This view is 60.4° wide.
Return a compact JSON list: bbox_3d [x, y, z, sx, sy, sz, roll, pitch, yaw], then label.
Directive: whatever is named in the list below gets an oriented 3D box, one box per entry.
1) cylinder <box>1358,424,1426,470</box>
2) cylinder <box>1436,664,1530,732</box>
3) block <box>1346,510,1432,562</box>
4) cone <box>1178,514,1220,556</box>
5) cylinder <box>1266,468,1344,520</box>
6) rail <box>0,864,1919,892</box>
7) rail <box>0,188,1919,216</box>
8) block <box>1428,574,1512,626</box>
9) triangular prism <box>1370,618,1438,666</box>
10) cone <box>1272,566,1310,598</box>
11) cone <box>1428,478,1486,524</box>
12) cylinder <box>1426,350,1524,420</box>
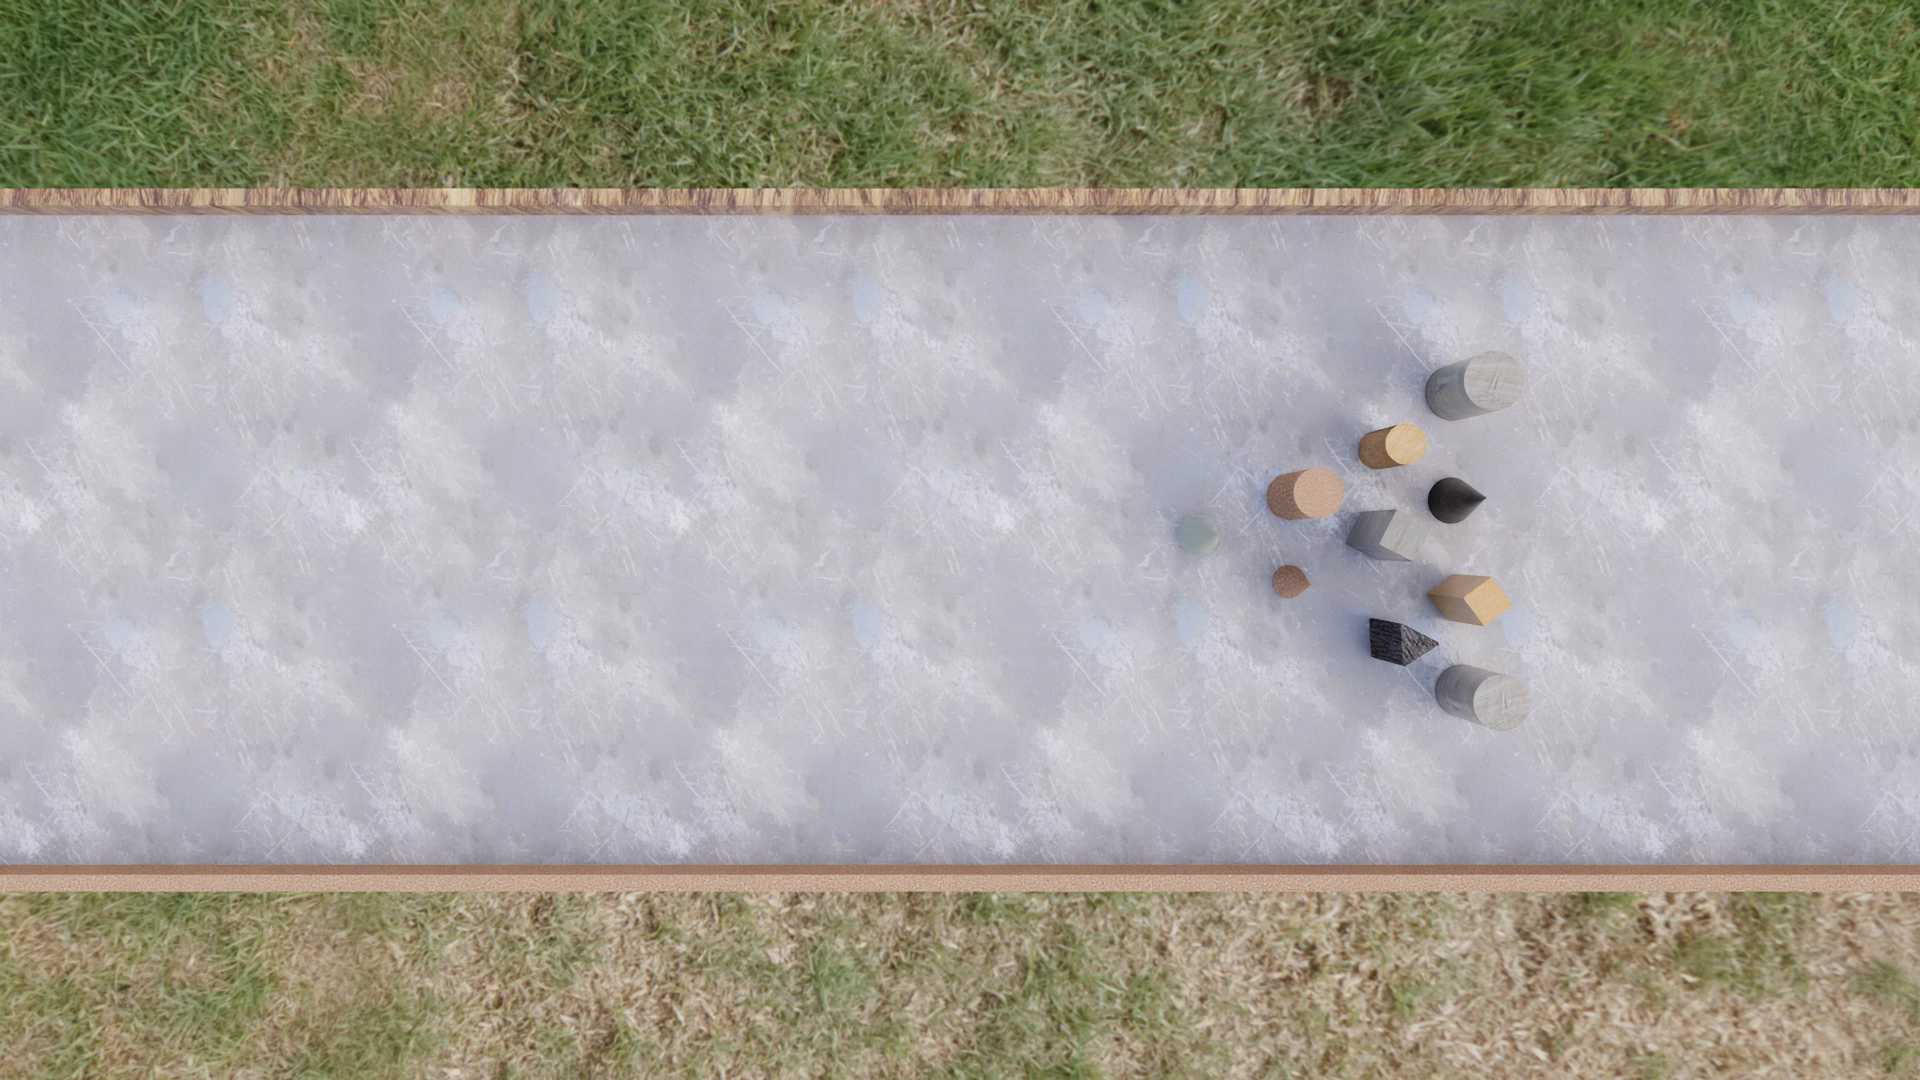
[{"bbox_3d":[1.284,-0.277,4.912,0.119,0.330,0.119,0,90,0],"label":"cylinder"},{"bbox_3d":[1.543,0.464,4.886,0.162,0.381,0.162,0,90,0],"label":"cylinder"},{"bbox_3d":[1.259,-0.012,4.869,0.110,0.416,0.110,27,90,0],"label":"block"},{"bbox_3d":[0.736,-0.016,4.886,0.128,0.380,0.128,0,90,0],"label":"cone"},{"bbox_3d":[1.014,-0.134,4.867,0.143,0.418,0.143,0,90,0],"label":"cylinder"},{"bbox_3d":[-2.247,1.025,5.001,12.000,0.150,0.050,0,90,0],"label":"rail"},{"bbox_3d":[-2.247,-1.025,5.002,12.000,0.150,0.050,0,90,0],"label":"rail"},{"bbox_3d":[1.508,0.176,4.893,0.102,0.368,0.102,-37,90,0],"label":"block"},{"bbox_3d":[1.290,0.285,4.894,0.119,0.365,0.103,-33,90,0],"label":"triangular prism"},{"bbox_3d":[1.012,0.128,4.915,0.103,0.323,0.103,0,90,0],"label":"cone"},{"bbox_3d":[1.512,-0.121,4.904,0.143,0.345,0.143,0,90,0],"label":"cone"},{"bbox_3d":[1.516,-0.452,4.880,0.171,0.392,0.171,0,90,0],"label":"cylinder"}]
